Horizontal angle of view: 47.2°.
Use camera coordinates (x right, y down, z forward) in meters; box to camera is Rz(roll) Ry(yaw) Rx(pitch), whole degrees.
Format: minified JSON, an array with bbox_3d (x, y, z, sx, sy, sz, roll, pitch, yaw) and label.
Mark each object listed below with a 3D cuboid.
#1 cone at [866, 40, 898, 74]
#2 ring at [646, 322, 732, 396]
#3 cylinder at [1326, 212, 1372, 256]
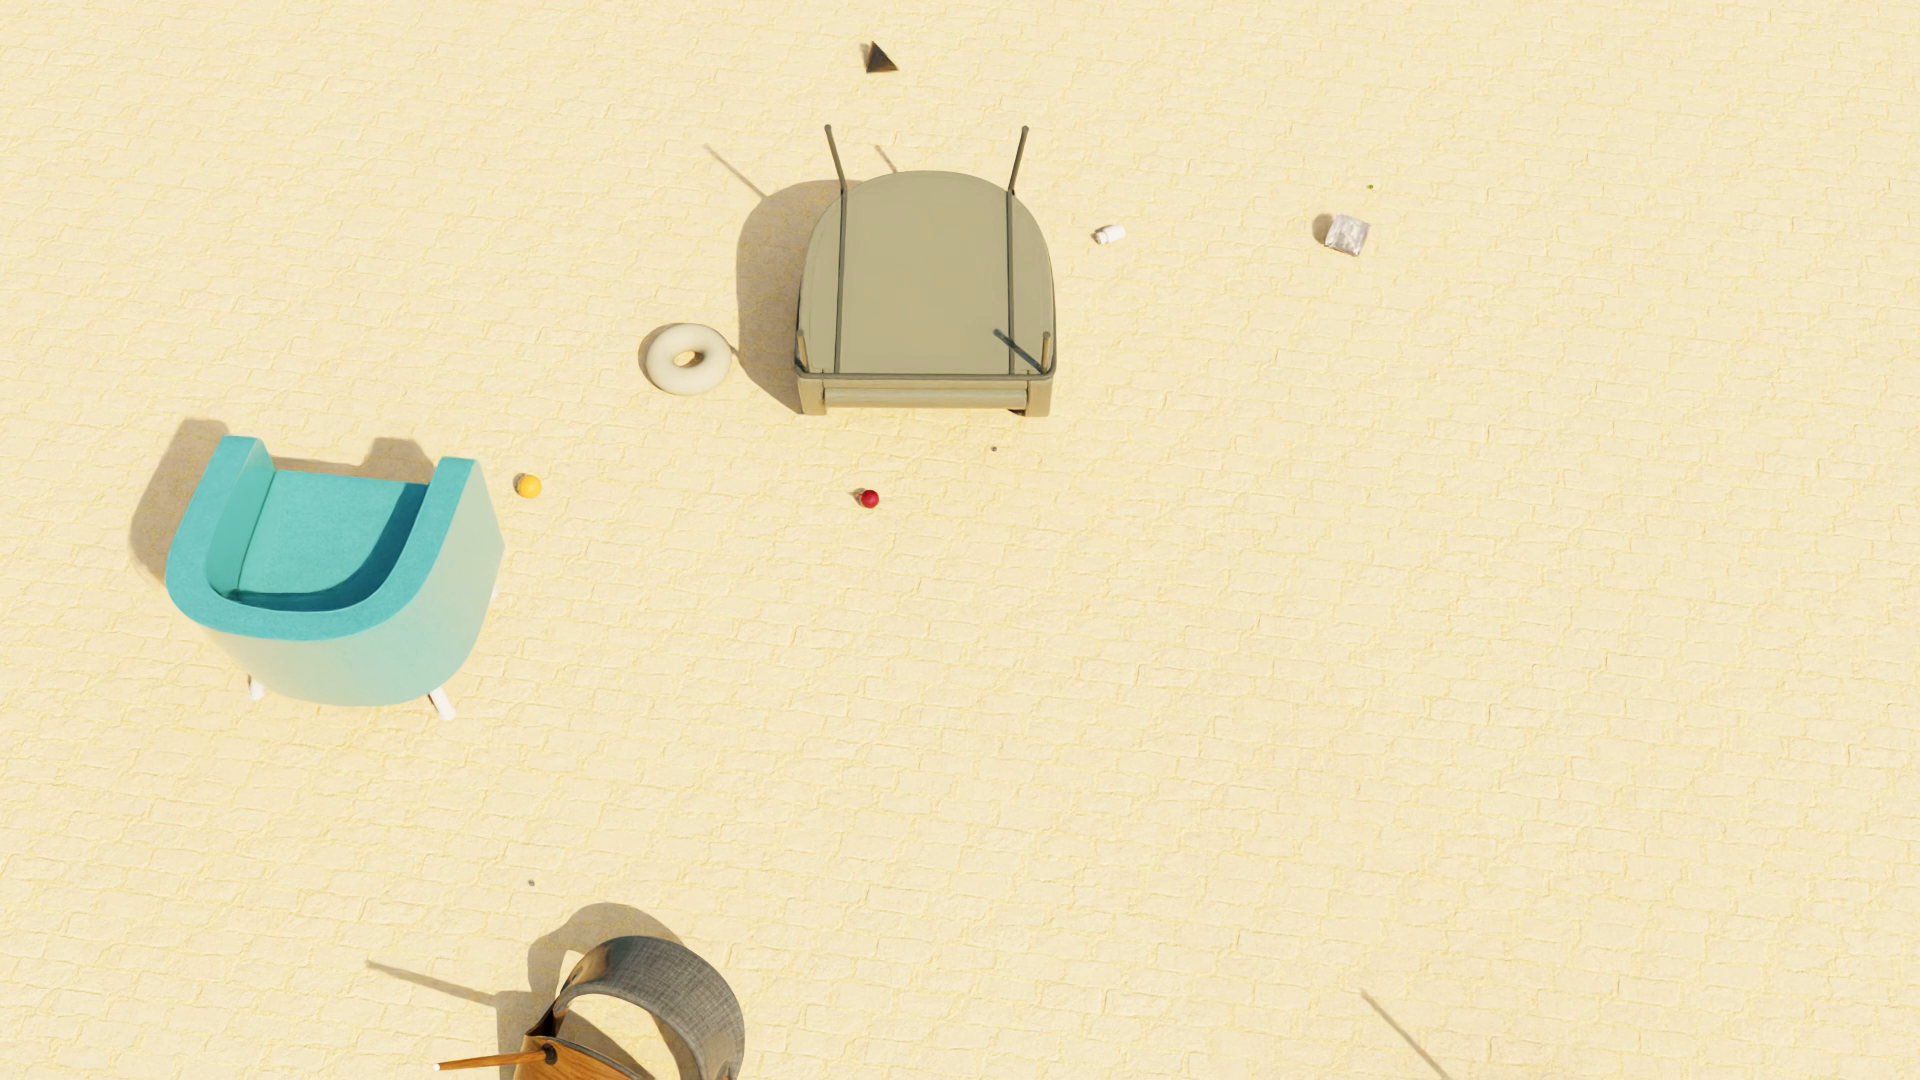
[{"bbox_3d":[-0.292,-1.655,7.659,0.095,0.094,0.162,-42,63,5],"label":"cone"},{"bbox_3d":[-0.851,-0.567,6.900,0.272,0.092,0.264,1,57,2],"label":"ring"},{"bbox_3d":[1.270,-1.001,7.196,0.111,0.080,0.121,22,69,14],"label":"cylinder"}]
